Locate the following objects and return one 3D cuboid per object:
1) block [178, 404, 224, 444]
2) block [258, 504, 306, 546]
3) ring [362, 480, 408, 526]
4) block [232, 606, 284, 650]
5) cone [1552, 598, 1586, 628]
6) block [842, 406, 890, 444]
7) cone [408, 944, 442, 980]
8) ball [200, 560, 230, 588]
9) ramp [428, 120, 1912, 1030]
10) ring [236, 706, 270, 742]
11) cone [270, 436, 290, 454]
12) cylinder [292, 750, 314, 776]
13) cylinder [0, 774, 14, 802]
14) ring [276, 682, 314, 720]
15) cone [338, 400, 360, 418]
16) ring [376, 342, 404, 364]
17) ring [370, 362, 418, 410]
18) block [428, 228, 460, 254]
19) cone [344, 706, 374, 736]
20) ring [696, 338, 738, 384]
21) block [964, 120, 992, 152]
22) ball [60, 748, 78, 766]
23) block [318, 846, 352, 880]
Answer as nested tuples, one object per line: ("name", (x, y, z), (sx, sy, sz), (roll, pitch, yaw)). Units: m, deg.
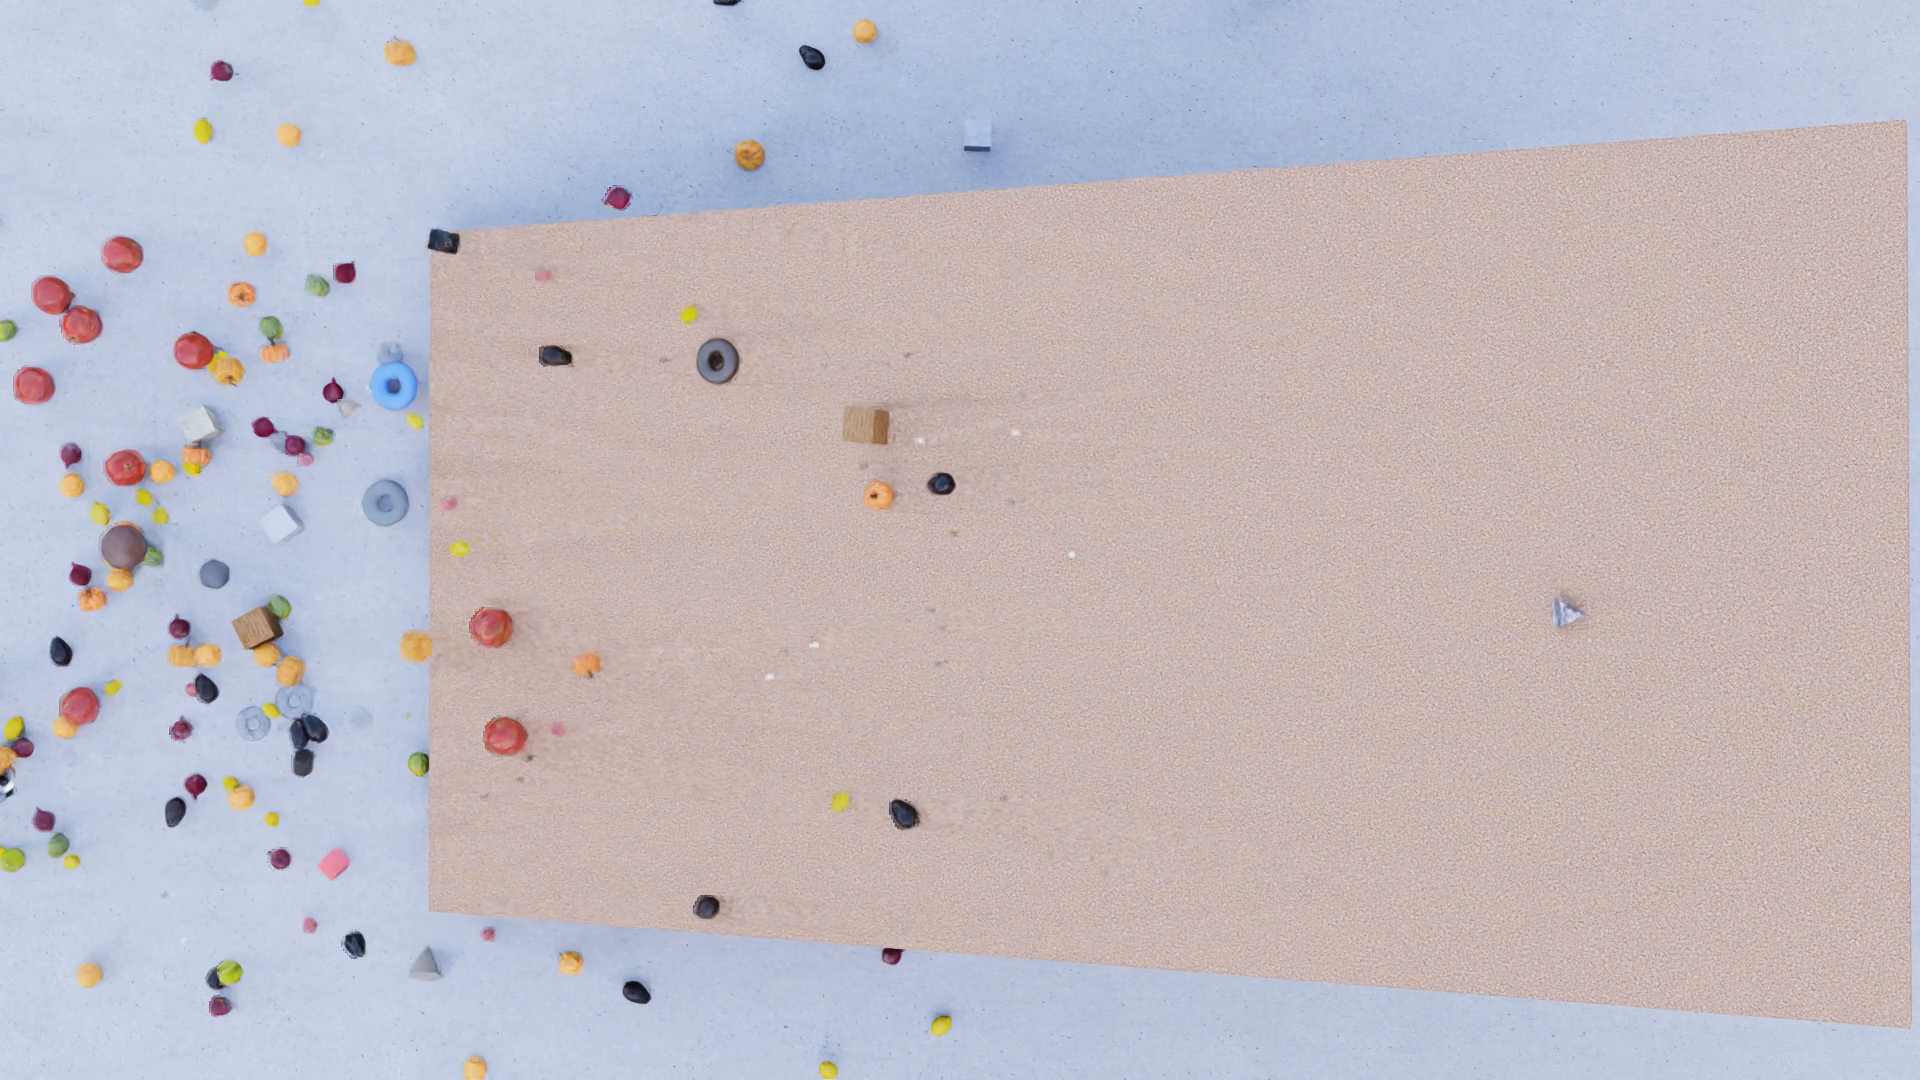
("block", (-2.253, -0.343, 6.531), (0.084, 0.084, 0.084), (-27, 89, 0))
("block", (-2.012, -0.046, 6.526), (0.086, 0.086, 0.086), (-37, 89, 0))
("ring", (-1.711, -0.111, 6.547), (0.139, 0.046, 0.139), (0, 88, 1))
("block", (-2.081, 0.261, 6.518), (0.096, 0.096, 0.096), (-27, 89, 0))
("cone", (1.422, 0.171, 5.115), (0.071, 0.071, 0.071), (1, 89, -2))
("block", (-0.250, -0.303, 5.841), (0.090, 0.090, 0.090), (6, 92, 24))
("cone", (-1.583, 1.248, 6.532), (0.096, 0.096, 0.096), (1, 63, 0))
("ball", (-2.211, 0.102, 6.524), (0.086, 0.086, 0.086), (0, 89, 0))
("ramp", (0.283, 0.083, 5.701), (4.000, 0.100, 2.000), (0, 89, 24))
("ring", (-2.104, 0.547, 6.545), (0.105, 0.035, 0.105), (0, 89, -1))
("cone", (-2.040, -0.271, 6.557), (0.057, 0.057, 0.057), (-28, 89, 30))
("cylinder", (-1.947, 0.661, 6.521), (0.057, 0.057, 0.057), (20, 127, 0))
("cylinder", (-2.860, 0.745, 6.512), (0.077, 0.077, 0.077), (-33, 89, 15))
("ring", (-1.981, 0.478, 6.545), (0.112, 0.037, 0.112), (0, 88, -1))
("cone", (-1.809, -0.395, 6.541), (0.058, 0.058, 0.058), (-18, 89, 3))
("ring", (-1.702, -0.554, 6.562), (0.080, 0.027, 0.080), (0, 91, 0))
("ring", (-1.682, -0.458, 6.537), (0.145, 0.048, 0.145), (0, 91, 6))
("block", (-1.510, -0.873, 6.431), (0.060, 0.060, 0.060), (14, 95, 24))
("cone", (-1.796, 0.539, 6.517), (0.090, 0.090, 0.090), (0, 89, 0))
("ring", (-0.668, -0.492, 6.058), (0.129, 0.043, 0.129), (0, 90, 23))
("block", (0.052, -1.203, 6.544), (0.077, 0.077, 0.077), (2, 89, 0))
("ball", (-2.648, 0.646, 6.535), (0.053, 0.053, 0.053), (0, 89, 0))
("block", (-1.852, 0.958, 6.514), (0.062, 0.062, 0.062), (45, 54, 0))
